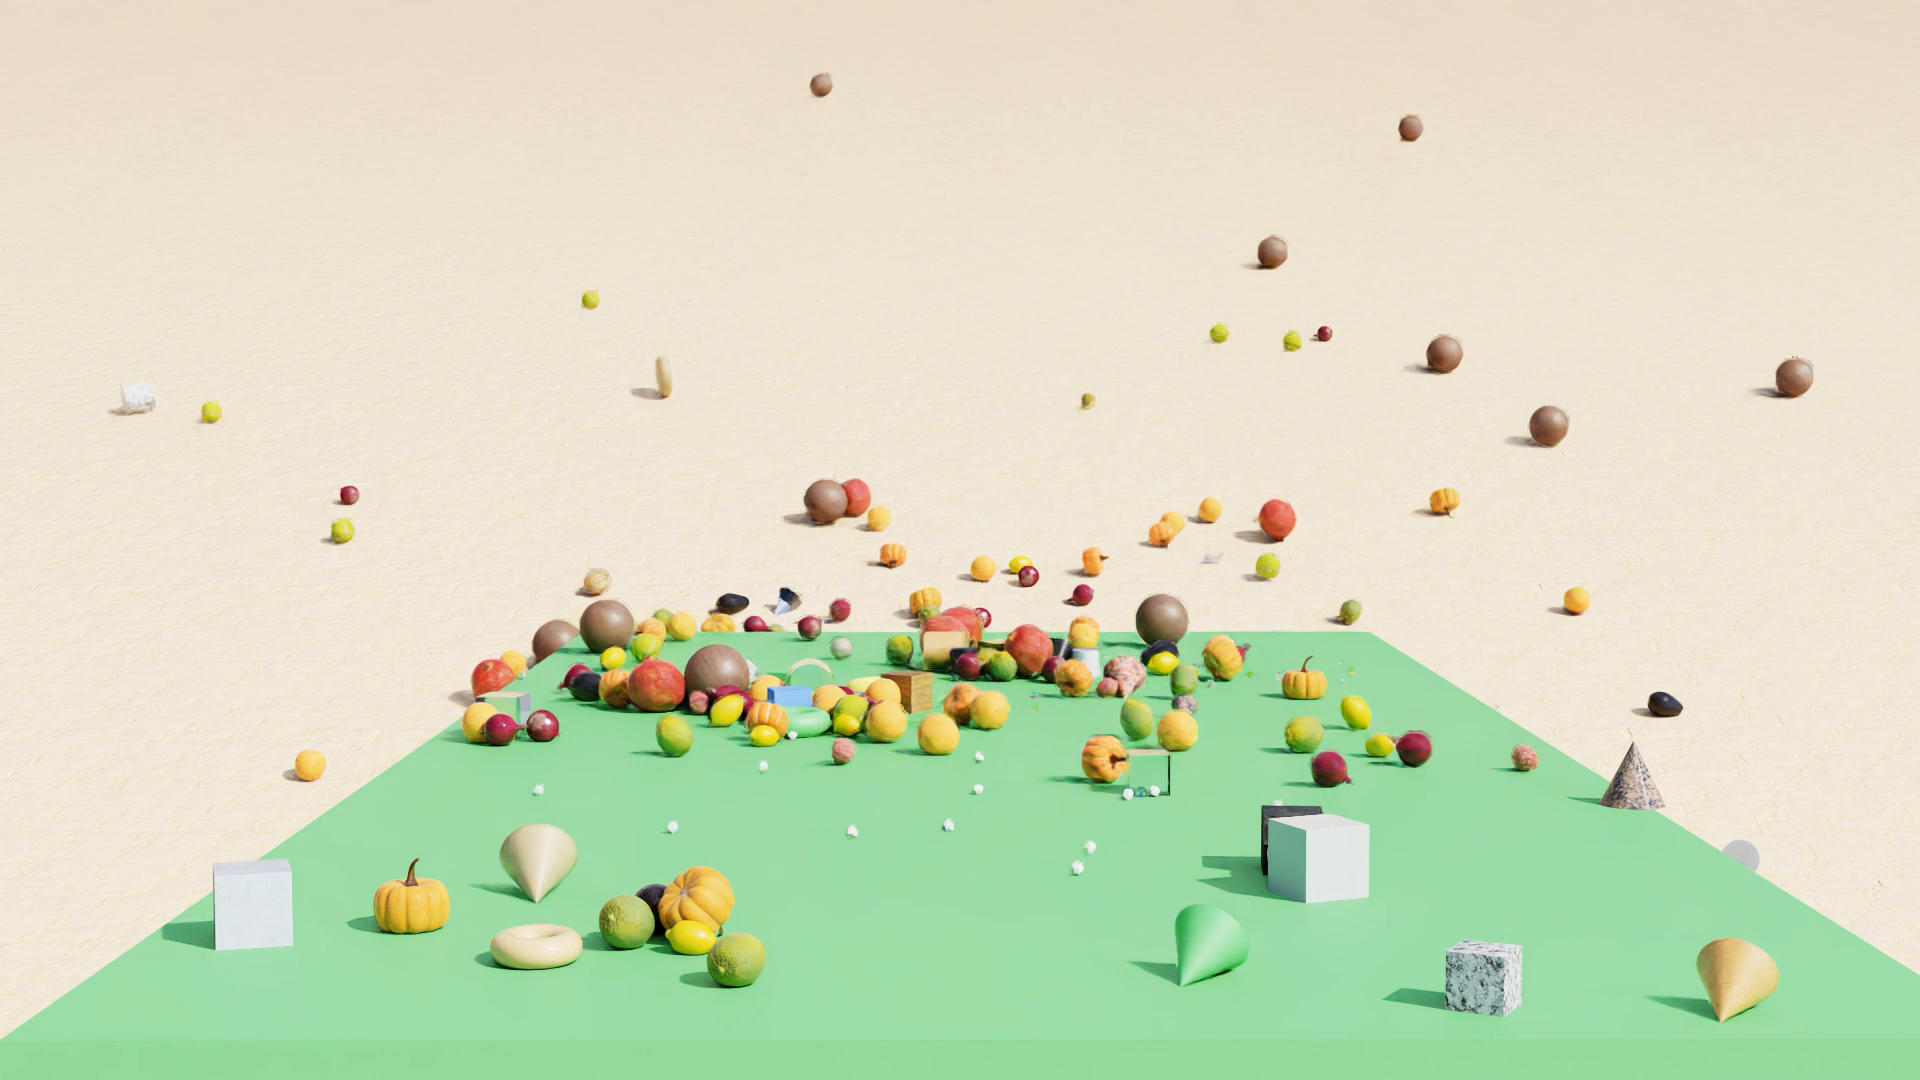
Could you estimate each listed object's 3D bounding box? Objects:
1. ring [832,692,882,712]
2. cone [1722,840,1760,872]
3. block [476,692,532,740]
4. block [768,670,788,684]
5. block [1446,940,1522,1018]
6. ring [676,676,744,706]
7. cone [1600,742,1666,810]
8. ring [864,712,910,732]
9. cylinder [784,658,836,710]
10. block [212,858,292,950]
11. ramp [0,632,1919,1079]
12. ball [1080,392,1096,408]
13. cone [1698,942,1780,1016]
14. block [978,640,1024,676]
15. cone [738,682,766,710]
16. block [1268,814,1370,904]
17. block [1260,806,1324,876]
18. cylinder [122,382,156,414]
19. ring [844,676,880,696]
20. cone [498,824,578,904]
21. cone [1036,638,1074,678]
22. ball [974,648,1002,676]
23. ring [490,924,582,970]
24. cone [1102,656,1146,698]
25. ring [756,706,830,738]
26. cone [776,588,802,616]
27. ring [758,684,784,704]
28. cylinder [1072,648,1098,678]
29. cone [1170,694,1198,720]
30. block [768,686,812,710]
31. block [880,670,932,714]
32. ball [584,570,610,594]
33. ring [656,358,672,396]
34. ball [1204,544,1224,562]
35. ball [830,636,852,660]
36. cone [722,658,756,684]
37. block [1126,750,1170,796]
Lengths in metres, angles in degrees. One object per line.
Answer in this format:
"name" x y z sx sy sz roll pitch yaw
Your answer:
"ring" -0.203 0.317 5.004 0.100 0.033 0.100 1 3 0
"cone" 1.679 0.685 5.489 0.082 0.082 0.082 13 -3 32
"block" -0.828 0.318 4.655 0.076 0.076 0.076 1 4 10
"block" -0.356 0.293 5.211 0.053 0.053 0.053 1 4 20
"block" 0.544 0.454 2.664 0.062 0.062 0.062 2 4 29
"ring" -0.498 0.302 5.136 0.141 0.047 0.141 -1 5 0
"cone" 1.026 0.354 3.912 0.099 0.099 0.099 0 4 0
"ring" -0.136 0.335 4.750 0.087 0.029 0.087 -1 3 0
"cylinder" -0.292 0.285 4.996 0.098 0.098 0.098 -1 4 -3
"block" -0.822 0.423 2.982 0.085 0.085 0.085 -1 4 -18
"ramp" 0.046 0.414 4.536 2.000 0.100 4.000 0 4 0
"ball" 0.438 -0.473 8.728 0.054 0.054 0.054 0 20 0
"cone" 0.789 0.468 2.633 0.084 0.084 0.084 11 21 29
"block" 0.088 0.257 5.616 0.071 0.071 0.071 -3 5 -40
"cone" -0.416 0.319 5.043 0.055 0.055 0.055 4 31 10
"block" 0.453 0.402 3.245 0.092 0.092 0.092 -2 4 -24
"block" 0.440 0.398 3.401 0.079 0.079 0.079 0 4 5
"cylinder" -2.779 -0.480 8.682 0.094 0.094 0.094 -10 22 -26
"ring" -0.159 0.301 5.131 0.143 0.048 0.143 -1 3 0
"cone" -0.532 0.427 3.232 0.099 0.099 0.099 -2 32 -7
"cone" 0.206 0.276 5.574 0.091 0.091 0.091 2 33 6
"ball" 0.060 0.264 5.540 0.060 0.060 0.060 0 20 0
"ring" -0.474 0.455 2.875 0.103 0.034 0.103 0 5 0
"cone" 0.335 0.298 5.224 0.090 0.090 0.090 1 31 3
"ring" -0.303 0.332 4.684 0.136 0.045 0.136 0 5 0
"cone" -0.477 0.179 6.921 0.072 0.072 0.072 14 50 33
"ring" -0.381 0.308 5.143 0.098 0.033 0.098 -1 4 0
"cylinder" 0.272 0.267 5.571 0.059 0.059 0.059 0 4 0
"cone" 0.425 0.329 4.882 0.052 0.052 0.052 3 31 9
"block" -0.318 0.312 4.785 0.071 0.071 0.071 -1 4 -15
"block" -0.104 0.296 5.007 0.074 0.074 0.074 2 4 33
"ball" -0.998 0.115 7.045 0.070 0.070 0.070 0 20 0
"ring" -1.022 -0.563 8.859 0.046 0.139 0.139 -7 21 -12
"ball" 0.721 0.039 7.287 0.052 0.052 0.052 0 20 0
"ball" -0.272 0.249 5.889 0.053 0.053 0.053 0 20 0
"cone" -0.457 0.296 5.324 0.072 0.072 0.072 -3 40 -8
"block" 0.295 0.365 4.026 0.064 0.064 0.064 0 4 -1
